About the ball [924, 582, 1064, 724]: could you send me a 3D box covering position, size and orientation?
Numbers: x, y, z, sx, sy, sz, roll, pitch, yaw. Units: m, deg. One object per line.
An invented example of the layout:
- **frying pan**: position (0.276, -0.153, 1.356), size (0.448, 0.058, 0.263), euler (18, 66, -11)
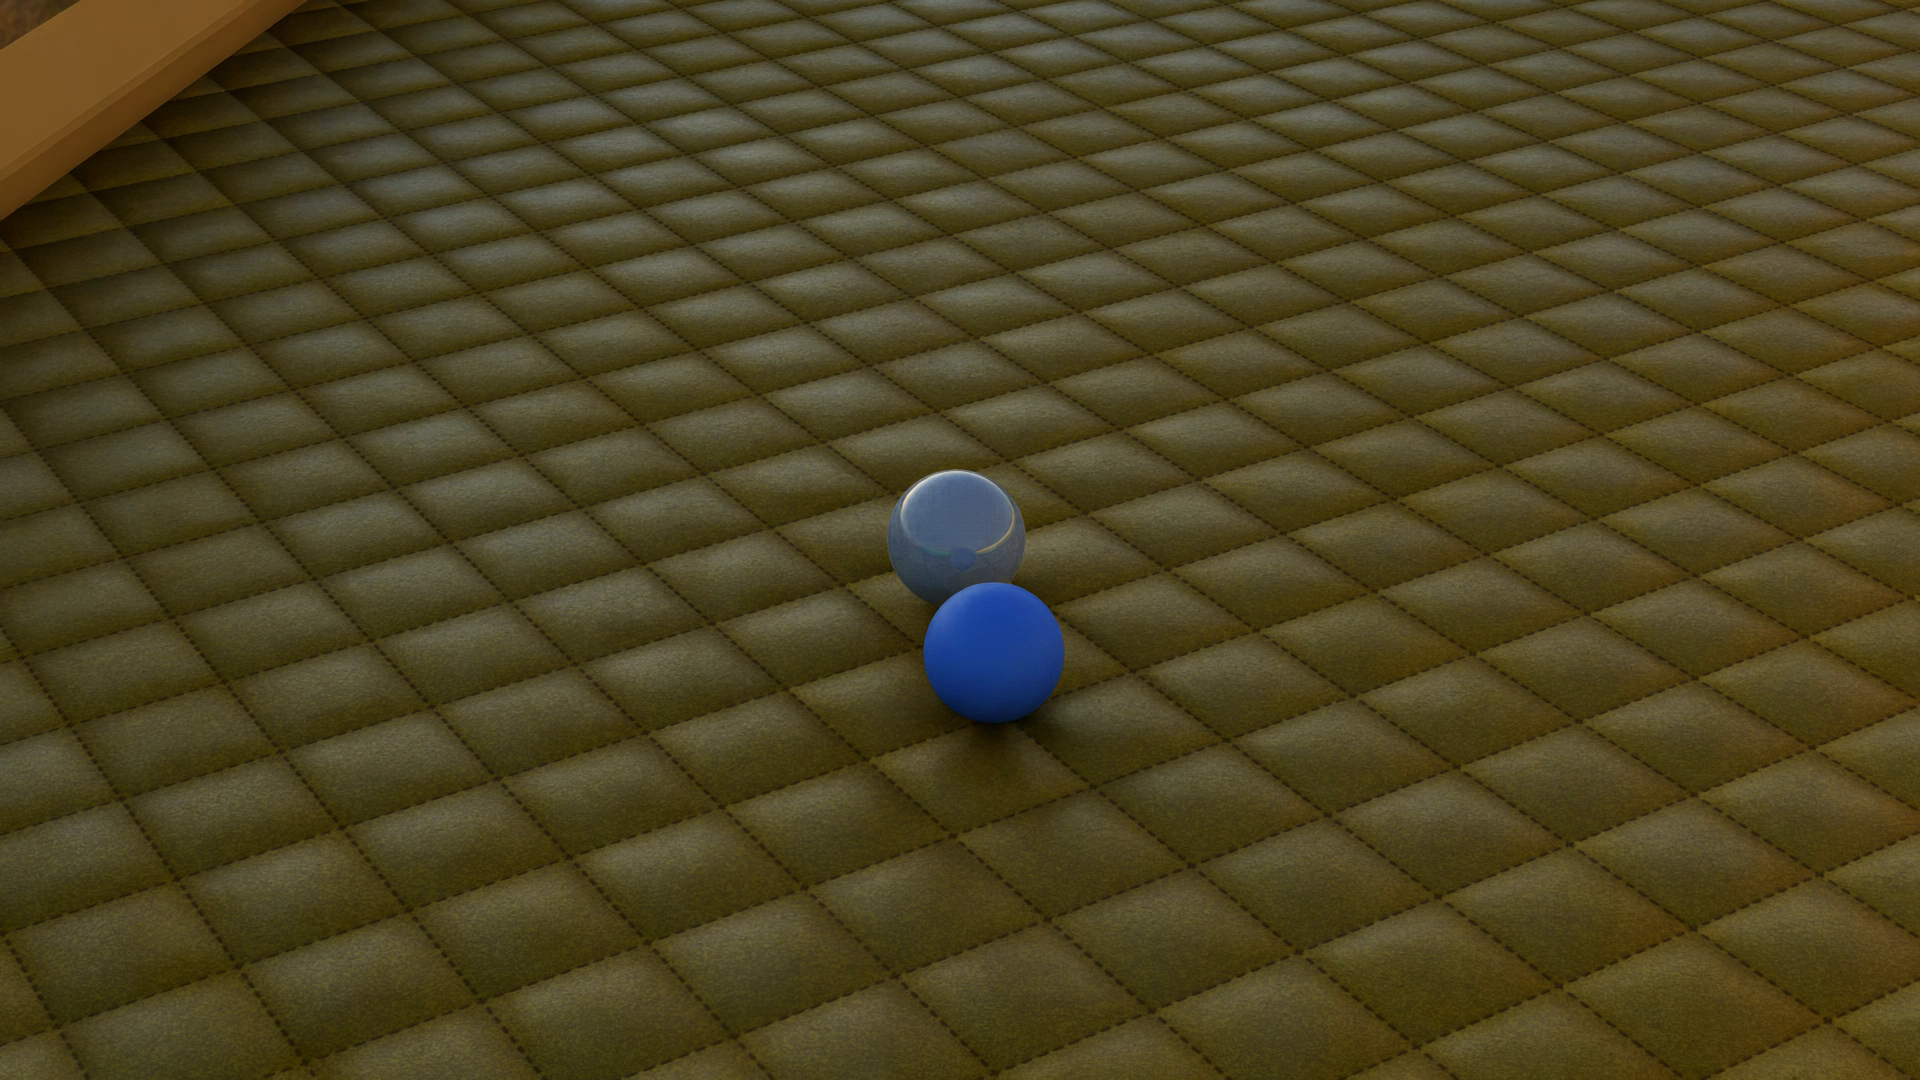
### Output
- **ball**: position (0.019, 0.062, 1.617), size (0.078, 0.078, 0.078), euler (0, 28, 0)

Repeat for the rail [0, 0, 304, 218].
- **rail**: position (-0.633, -0.495, 2.623), size (0.045, 0.124, 3.418), euler (6, 28, 11)

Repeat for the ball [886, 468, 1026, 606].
- **ball**: position (-0.002, -0.001, 1.731), size (0.082, 0.082, 0.082), euler (0, 28, 0)
